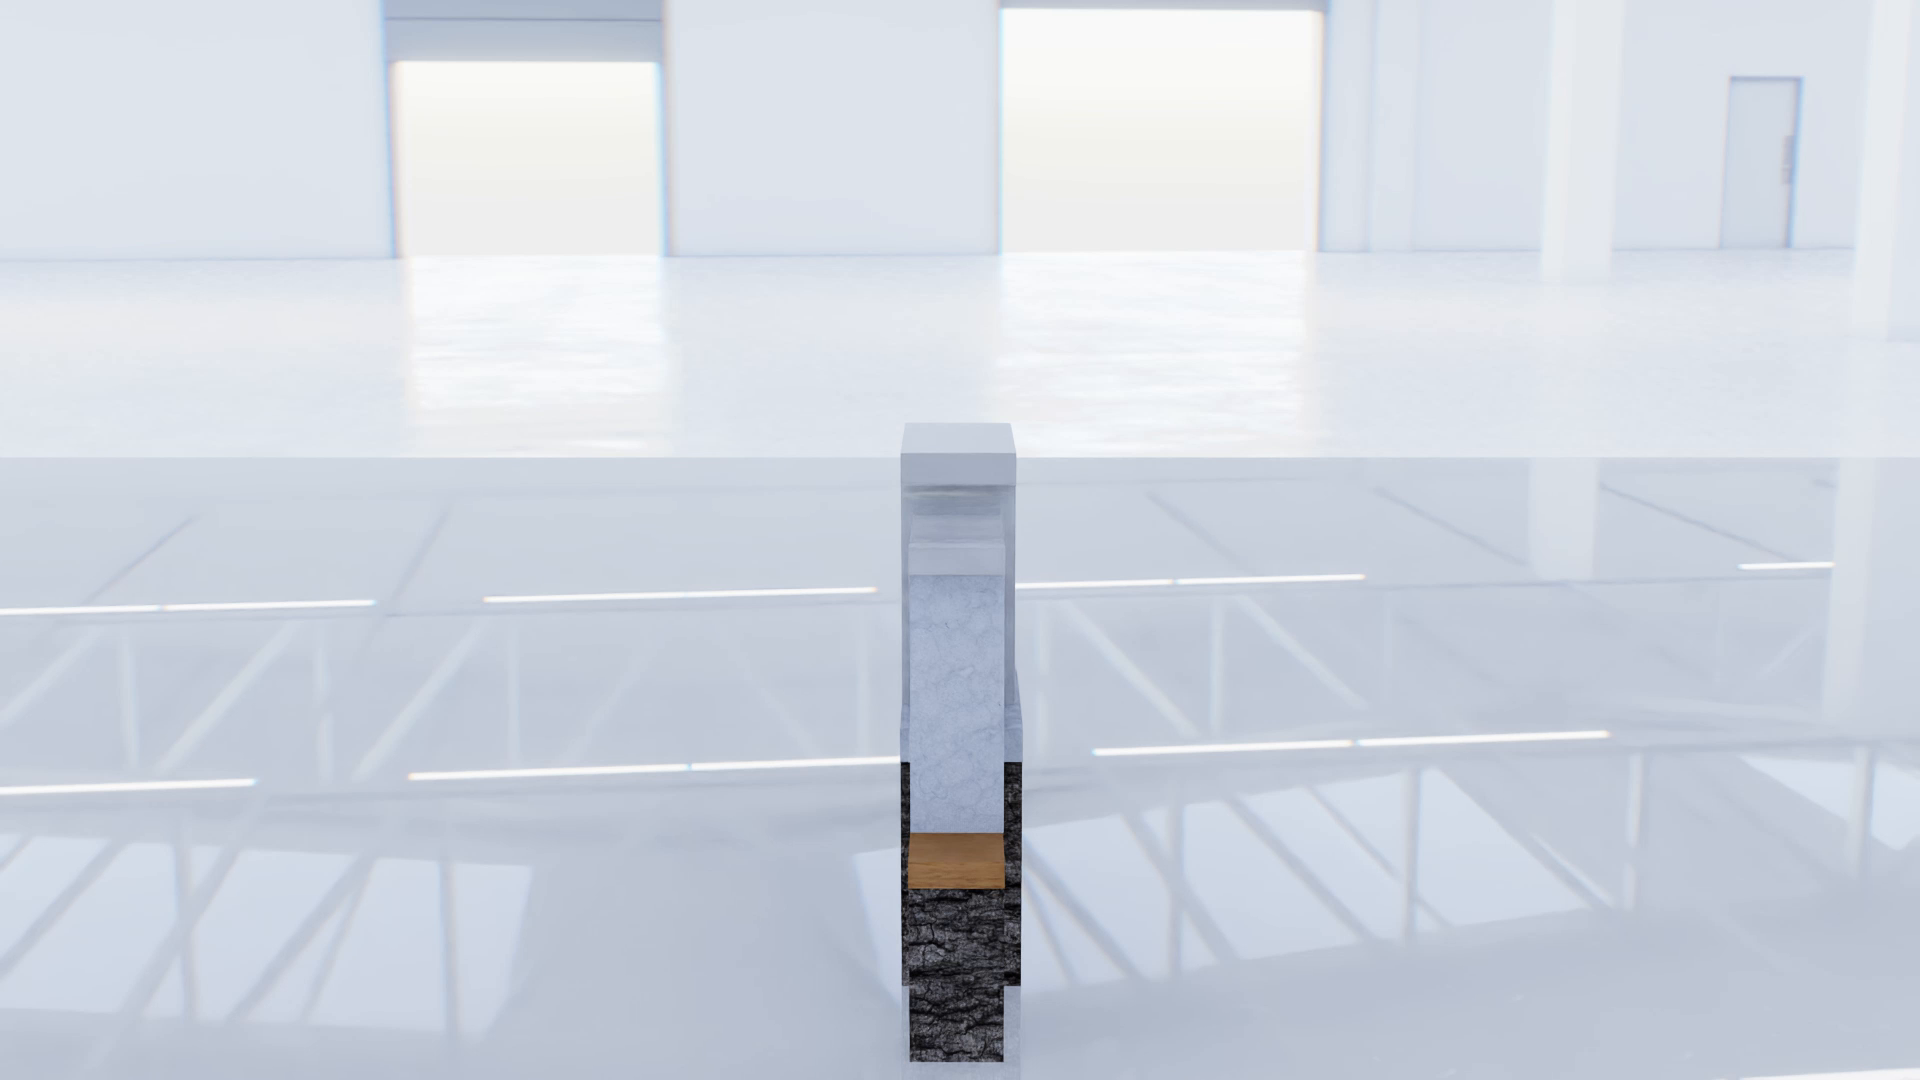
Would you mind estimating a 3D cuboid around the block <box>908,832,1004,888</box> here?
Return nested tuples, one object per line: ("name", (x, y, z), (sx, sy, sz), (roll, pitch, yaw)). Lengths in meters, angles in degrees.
("block", (-0.005, 0.423, 3.056), (0.129, 0.036, 0.257), (0, 11, 0))

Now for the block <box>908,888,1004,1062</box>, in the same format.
("block", (-0.005, 0.584, 2.999), (0.129, 0.257, 0.036), (0, 11, 0))

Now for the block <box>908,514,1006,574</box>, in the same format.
("block", (-0.004, 0.005, 3.081), (0.129, 0.037, 0.258), (0, 11, 0))

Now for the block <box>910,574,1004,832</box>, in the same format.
("block", (-0.004, 0.221, 3.034), (0.129, 0.370, 0.037), (0, 11, 0))

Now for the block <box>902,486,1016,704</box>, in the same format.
("block", (-0.002, 0.076, 3.288), (0.169, 0.337, 0.048), (0, 11, 0))

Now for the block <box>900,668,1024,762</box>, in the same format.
("block", (0.002, 0.263, 3.343), (0.178, 0.050, 0.355), (0, 11, 0))

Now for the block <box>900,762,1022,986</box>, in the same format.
("block", (0.002, 0.484, 3.264), (0.178, 0.355, 0.050), (0, 11, 0))

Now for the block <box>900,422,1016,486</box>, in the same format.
("block", (-0.003, -0.134, 3.363), (0.169, 0.048, 0.337), (0, 11, 0))
